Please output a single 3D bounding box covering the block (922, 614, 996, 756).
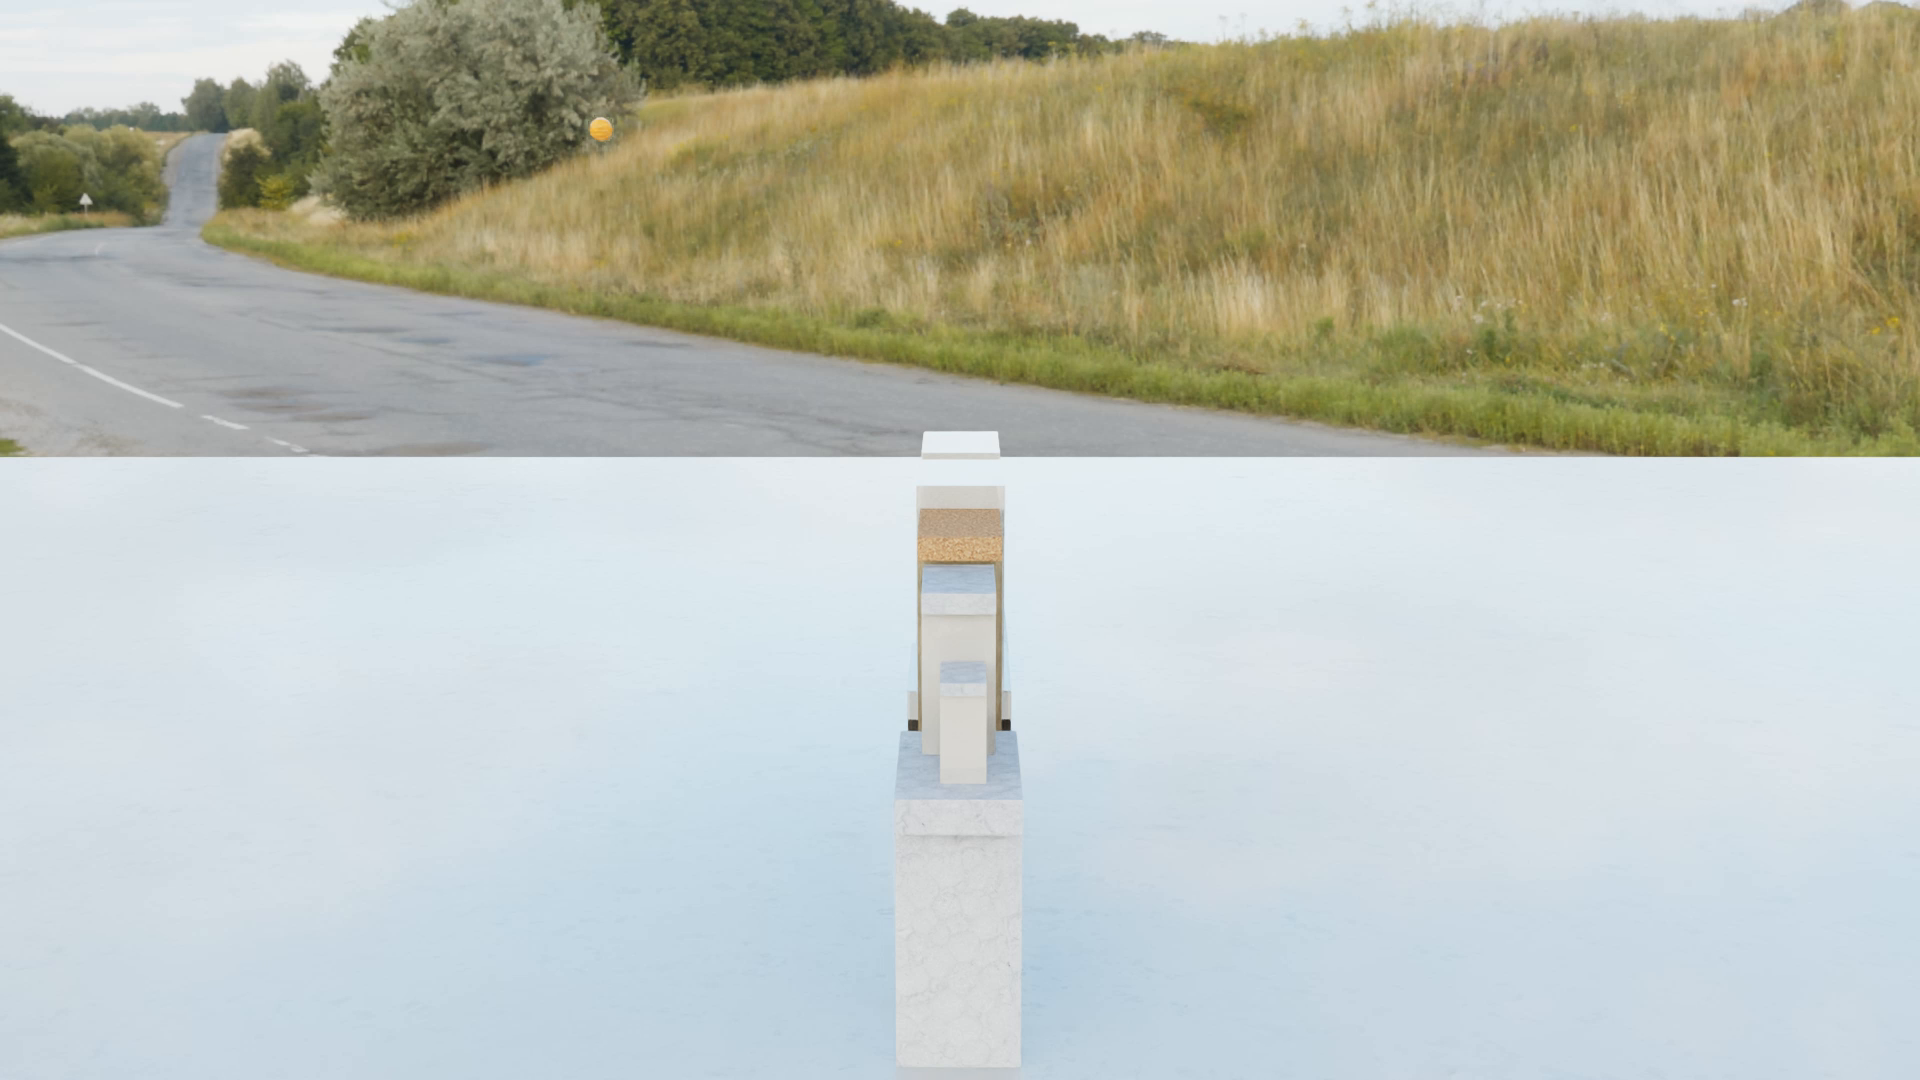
[{"bbox_3d":[-0.002,0.198,3.089,0.104,0.207,0.029,0,11,0],"label":"block"}]

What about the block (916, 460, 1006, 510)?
[{"bbox_3d":[0.001,-0.092,3.619,0.141,0.040,0.282,0,11,0],"label":"block"}]

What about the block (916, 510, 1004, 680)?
[{"bbox_3d":[0.001,0.083,3.556,0.141,0.282,0.040,0,11,0],"label":"block"}]

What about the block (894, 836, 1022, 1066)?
[{"bbox_3d":[-0.002,0.545,2.982,0.170,0.339,0.048,0,11,0],"label":"block"}]

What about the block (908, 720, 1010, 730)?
[{"bbox_3d":[-0.001,0.438,3.580,0.166,0.331,0.047,0,11,0],"label":"block"}]

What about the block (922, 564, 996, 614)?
[{"bbox_3d":[-0.002,0.070,3.135,0.103,0.029,0.207,0,11,0],"label":"block"}]

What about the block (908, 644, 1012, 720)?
[{"bbox_3d":[-0.001,0.232,3.654,0.166,0.047,0.331,0,11,0],"label":"block"}]

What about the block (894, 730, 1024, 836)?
[{"bbox_3d":[-0.002,0.334,3.057,0.170,0.048,0.339,0,11,0],"label":"block"}]

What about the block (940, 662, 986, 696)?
[{"bbox_3d":[0.004,0.188,2.984,0.062,0.018,0.124,0,11,0],"label":"block"}]

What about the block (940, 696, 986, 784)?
[{"bbox_3d":[0.004,0.265,2.956,0.062,0.124,0.018,0,11,0],"label":"block"}]

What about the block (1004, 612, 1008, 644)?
[{"bbox_3d":[0.003,0.181,3.982,0.161,0.046,0.322,0,11,0],"label":"block"}]

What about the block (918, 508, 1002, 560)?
[{"bbox_3d":[0.000,-0.009,3.358,0.125,0.035,0.250,0,11,0],"label":"block"}]

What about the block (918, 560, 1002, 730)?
[{"bbox_3d":[0.000,0.186,3.310,0.125,0.331,0.035,0,11,0],"label":"block"}]

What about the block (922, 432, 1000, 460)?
[{"bbox_3d":[0.001,-0.162,4.062,0.140,0.040,0.280,0,11,0],"label":"block"}]
